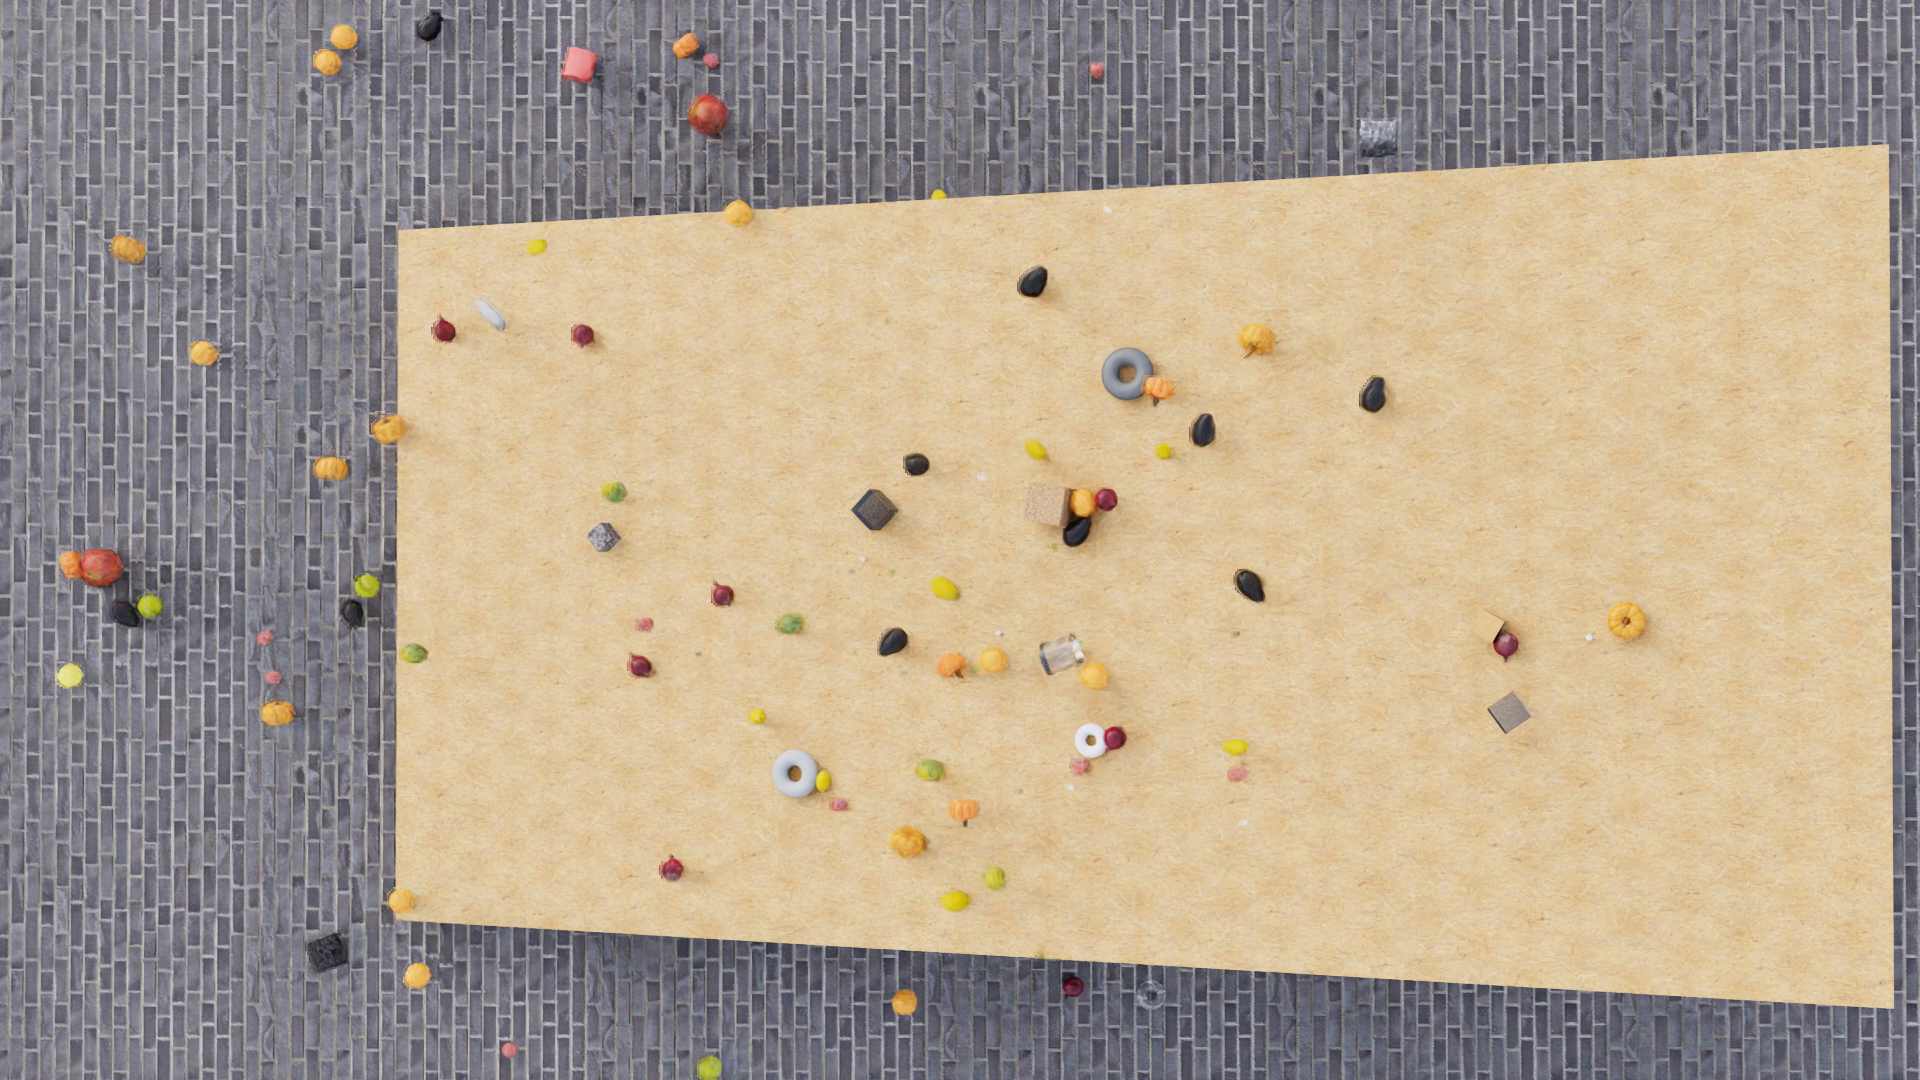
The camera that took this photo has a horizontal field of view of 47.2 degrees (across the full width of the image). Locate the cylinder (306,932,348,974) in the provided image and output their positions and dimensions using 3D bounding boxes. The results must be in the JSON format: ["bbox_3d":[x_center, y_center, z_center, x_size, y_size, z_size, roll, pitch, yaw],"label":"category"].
[{"bbox_3d":[-1.843,1.203,6.405,0.092,0.092,0.092,-20,85,0],"label":"cylinder"}]

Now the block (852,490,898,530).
[{"bbox_3d":[-0.227,-0.080,5.861,0.077,0.077,0.077,46,103,14],"label":"block"}]

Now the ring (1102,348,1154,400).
[{"bbox_3d":[0.430,-0.428,5.659,0.137,0.046,0.137,0,89,18],"label":"ring"}]

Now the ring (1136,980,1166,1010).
[{"bbox_3d":[0.561,1.333,6.440,0.088,0.029,0.088,0,90,-1],"label":"ring"}]

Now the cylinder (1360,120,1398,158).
[{"bbox_3d":[1.105,-1.057,5.793,0.092,0.092,0.092,0,89,15],"label":"cylinder"}]

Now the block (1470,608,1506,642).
[{"bbox_3d":[1.285,0.209,5.351,0.060,0.060,0.060,31,99,17],"label":"block"}]

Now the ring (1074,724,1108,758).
[{"bbox_3d":[0.339,0.519,5.685,0.089,0.030,0.089,-1,88,20],"label":"ring"}]

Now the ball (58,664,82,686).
[{"bbox_3d":[-2.603,0.396,6.434,0.067,0.067,0.067,0,89,0],"label":"ball"}]

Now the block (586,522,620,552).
[{"bbox_3d":[-0.994,-0.008,6.131,0.058,0.058,0.058,-42,77,14],"label":"block"}]

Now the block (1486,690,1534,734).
[{"bbox_3d":[1.332,0.416,5.324,0.076,0.076,0.076,-38,78,15],"label":"block"}]

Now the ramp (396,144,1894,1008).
[{"bbox_3d":[0.278,0.091,5.780,4.000,0.100,2.000,0,89,19],"label":"ramp"}]

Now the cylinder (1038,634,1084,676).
[{"bbox_3d":[0.261,0.296,5.684,0.088,0.088,0.088,-20,89,18],"label":"cylinder"}]

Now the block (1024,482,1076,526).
[{"bbox_3d":[0.232,-0.093,5.693,0.099,0.099,0.099,10,92,19],"label":"block"}]

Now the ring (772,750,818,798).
[{"bbox_3d":[-0.446,0.631,5.943,0.132,0.044,0.132,-1,88,19],"label":"ring"}]

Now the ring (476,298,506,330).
[{"bbox_3d":[-1.326,-0.639,6.223,0.036,0.109,0.109,-41,89,-1],"label":"ring"}]
